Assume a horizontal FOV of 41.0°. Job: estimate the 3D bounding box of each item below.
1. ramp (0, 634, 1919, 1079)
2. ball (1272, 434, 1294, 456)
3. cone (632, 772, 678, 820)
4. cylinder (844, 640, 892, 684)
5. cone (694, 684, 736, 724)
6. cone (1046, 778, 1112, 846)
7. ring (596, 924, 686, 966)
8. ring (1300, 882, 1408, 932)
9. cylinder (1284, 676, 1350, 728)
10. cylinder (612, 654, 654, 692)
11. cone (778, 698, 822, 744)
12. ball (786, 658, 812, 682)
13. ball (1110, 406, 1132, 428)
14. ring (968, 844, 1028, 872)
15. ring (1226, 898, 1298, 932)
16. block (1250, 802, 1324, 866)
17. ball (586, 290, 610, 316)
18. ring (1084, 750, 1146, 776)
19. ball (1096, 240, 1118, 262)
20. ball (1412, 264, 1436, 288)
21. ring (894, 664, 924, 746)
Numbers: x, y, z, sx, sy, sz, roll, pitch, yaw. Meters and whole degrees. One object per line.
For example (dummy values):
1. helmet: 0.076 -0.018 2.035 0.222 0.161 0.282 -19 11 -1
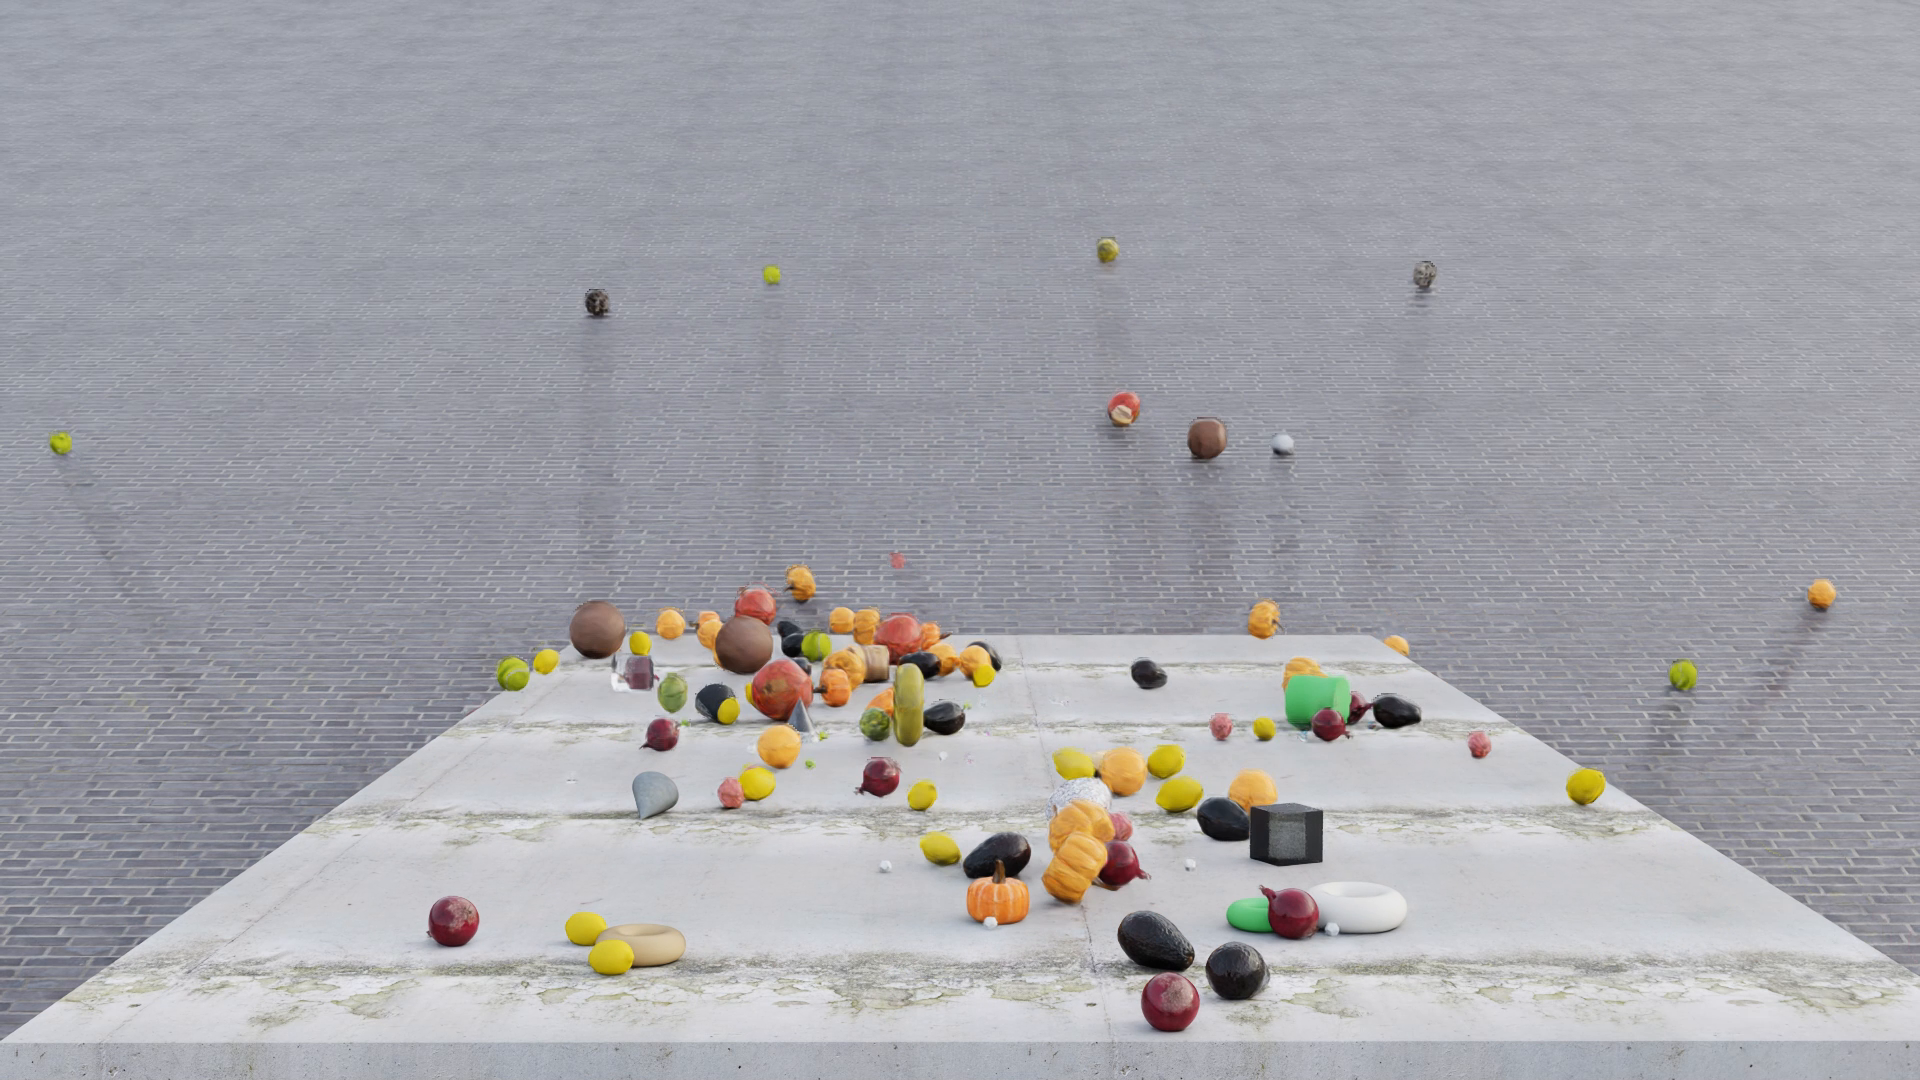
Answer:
1. ramp: 0.046 0.419 4.535 2.000 0.100 4.000 0 4 0
2. ball: 1.034 -0.303 8.222 0.070 0.070 0.070 0 20 0
3. cone: -0.466 0.397 3.837 0.074 0.074 0.074 4 31 11
4. cylinder: -0.198 0.267 5.514 0.079 0.079 0.079 -21 26 -17
5. cone: -0.460 0.329 4.887 0.080 0.080 0.080 -4 31 -12
6. cone: 0.181 0.404 3.628 0.098 0.098 0.098 -5 31 -14
7. ring: -0.360 0.456 2.894 0.102 0.034 0.102 1 3 0
8. ring: 0.471 0.440 3.075 0.129 0.043 0.129 0 5 0
9. cylinder: 0.670 0.303 4.808 0.095 0.095 0.095 2 18 28
10. cylinder: -0.685 0.278 5.368 0.076 0.076 0.076 -1 19 -17
11. cone: -0.289 0.322 4.639 0.080 0.080 0.080 0 4 0
12. ball: -0.346 0.279 5.518 0.054 0.054 0.054 0 20 0
13. ball: 0.532 -0.406 8.450 0.072 0.072 0.072 0 20 0
14. ring: 0.051 0.426 3.431 0.080 0.027 0.080 -1 5 0
15. ring: 0.361 0.448 3.064 0.087 0.029 0.087 -1 5 0
16. block: 0.443 0.399 3.486 0.071 0.071 0.071 -2 4 -26
17. ball: -1.393 -0.910 9.873 0.095 0.095 0.095 0 20 0
18. ring: 0.256 0.370 4.254 0.101 0.034 0.101 0 5 0
19. ball: 0.615 -1.206 10.695 0.094 0.094 0.094 0 20 0
20. ball: 1.861 -1.060 10.289 0.095 0.095 0.095 0 20 0
21. ring: -0.091 0.293 4.565 0.049 0.148 0.148 1 20 -4
